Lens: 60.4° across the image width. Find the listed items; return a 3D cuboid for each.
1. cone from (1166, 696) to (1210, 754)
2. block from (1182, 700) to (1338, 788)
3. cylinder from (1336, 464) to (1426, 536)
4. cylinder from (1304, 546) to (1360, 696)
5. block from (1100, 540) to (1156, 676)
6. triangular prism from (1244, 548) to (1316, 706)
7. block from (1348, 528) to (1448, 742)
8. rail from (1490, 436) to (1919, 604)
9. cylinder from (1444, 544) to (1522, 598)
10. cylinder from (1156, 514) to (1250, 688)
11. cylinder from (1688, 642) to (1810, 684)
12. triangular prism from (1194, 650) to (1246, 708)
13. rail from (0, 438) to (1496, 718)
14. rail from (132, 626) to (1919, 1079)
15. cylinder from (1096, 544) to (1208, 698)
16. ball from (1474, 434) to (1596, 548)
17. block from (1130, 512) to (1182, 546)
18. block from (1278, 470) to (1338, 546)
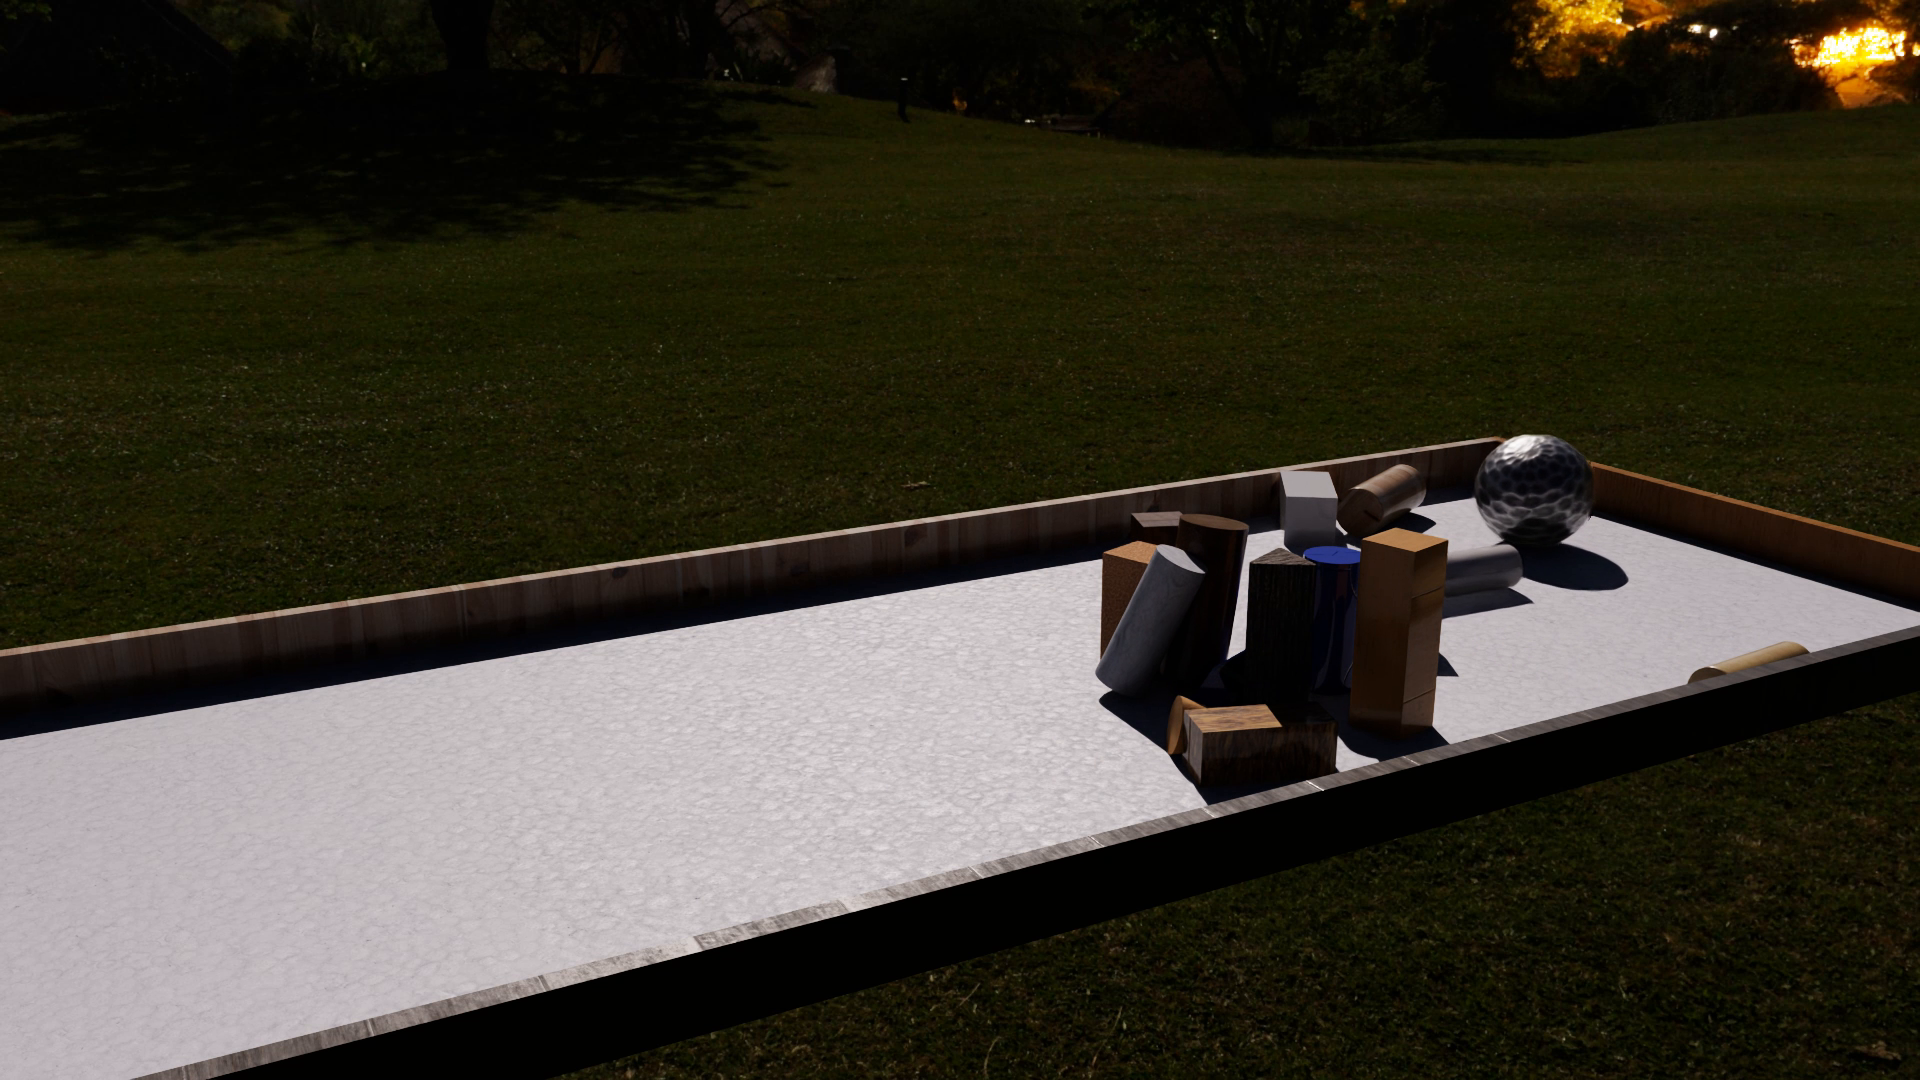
[{"bbox_3d":[0.651,0.446,3.721,0.345,0.135,0.135,10,16,-5],"label":"cone"},{"bbox_3d":[0.655,0.446,3.611,0.306,0.128,0.128,-3,17,-10],"label":"block"},{"bbox_3d":[1.412,-0.135,5.525,0.163,0.163,0.396,11,20,33],"label":"cylinder"},{"bbox_3d":[0.916,0.199,4.078,0.150,0.338,0.150,0,16,0],"label":"cylinder"},{"bbox_3d":[0.463,0.177,4.209,0.146,0.305,0.146,15,22,41],"label":"block"},{"bbox_3d":[0.743,0.229,3.863,0.147,0.402,0.128,2,17,7],"label":"triangular prism"},{"bbox_3d":[1.011,0.217,3.808,0.139,0.455,0.139,-15,22,-41],"label":"block"},{"bbox_3d":[2.466,-0.048,5.253,0.050,0.150,2.100,-9,18,-27],"label":"rail"},{"bbox_3d":[1.440,0.098,4.796,0.391,0.128,0.128,-8,18,-24],"label":"cylinder"},{"bbox_3d":[0.602,0.149,4.101,0.172,0.400,0.172,7,12,-1],"label":"cylinder"},{"bbox_3d":[1.907,0.339,3.968,0.326,0.133,0.133,-11,19,-32],"label":"cylinder"},{"bbox_3d":[0.693,0.326,4.011,0.145,0.125,0.305,12,20,36],"label":"triangular prism"},{"bbox_3d":[-3.305,0.497,3.399,12.000,0.150,0.050,-9,18,-27],"label":"rail"},{"bbox_3d":[-2.336,1.006,1.665,12.000,0.150,0.050,-9,18,-27],"label":"rail"},{"bbox_3d":[0.463,0.198,4.006,0.135,0.356,0.135,22,19,-8],"label":"cylinder"},{"bbox_3d":[1.828,-0.158,5.248,0.363,0.363,0.363,0,16,0],"label":"ball"},{"bbox_3d":[0.545,0.091,4.498,0.137,0.308,0.137,-2,17,-8],"label":"block"},{"bbox_3d":[1.142,-0.107,5.432,0.161,0.161,0.345,2,17,7],"label":"block"}]
